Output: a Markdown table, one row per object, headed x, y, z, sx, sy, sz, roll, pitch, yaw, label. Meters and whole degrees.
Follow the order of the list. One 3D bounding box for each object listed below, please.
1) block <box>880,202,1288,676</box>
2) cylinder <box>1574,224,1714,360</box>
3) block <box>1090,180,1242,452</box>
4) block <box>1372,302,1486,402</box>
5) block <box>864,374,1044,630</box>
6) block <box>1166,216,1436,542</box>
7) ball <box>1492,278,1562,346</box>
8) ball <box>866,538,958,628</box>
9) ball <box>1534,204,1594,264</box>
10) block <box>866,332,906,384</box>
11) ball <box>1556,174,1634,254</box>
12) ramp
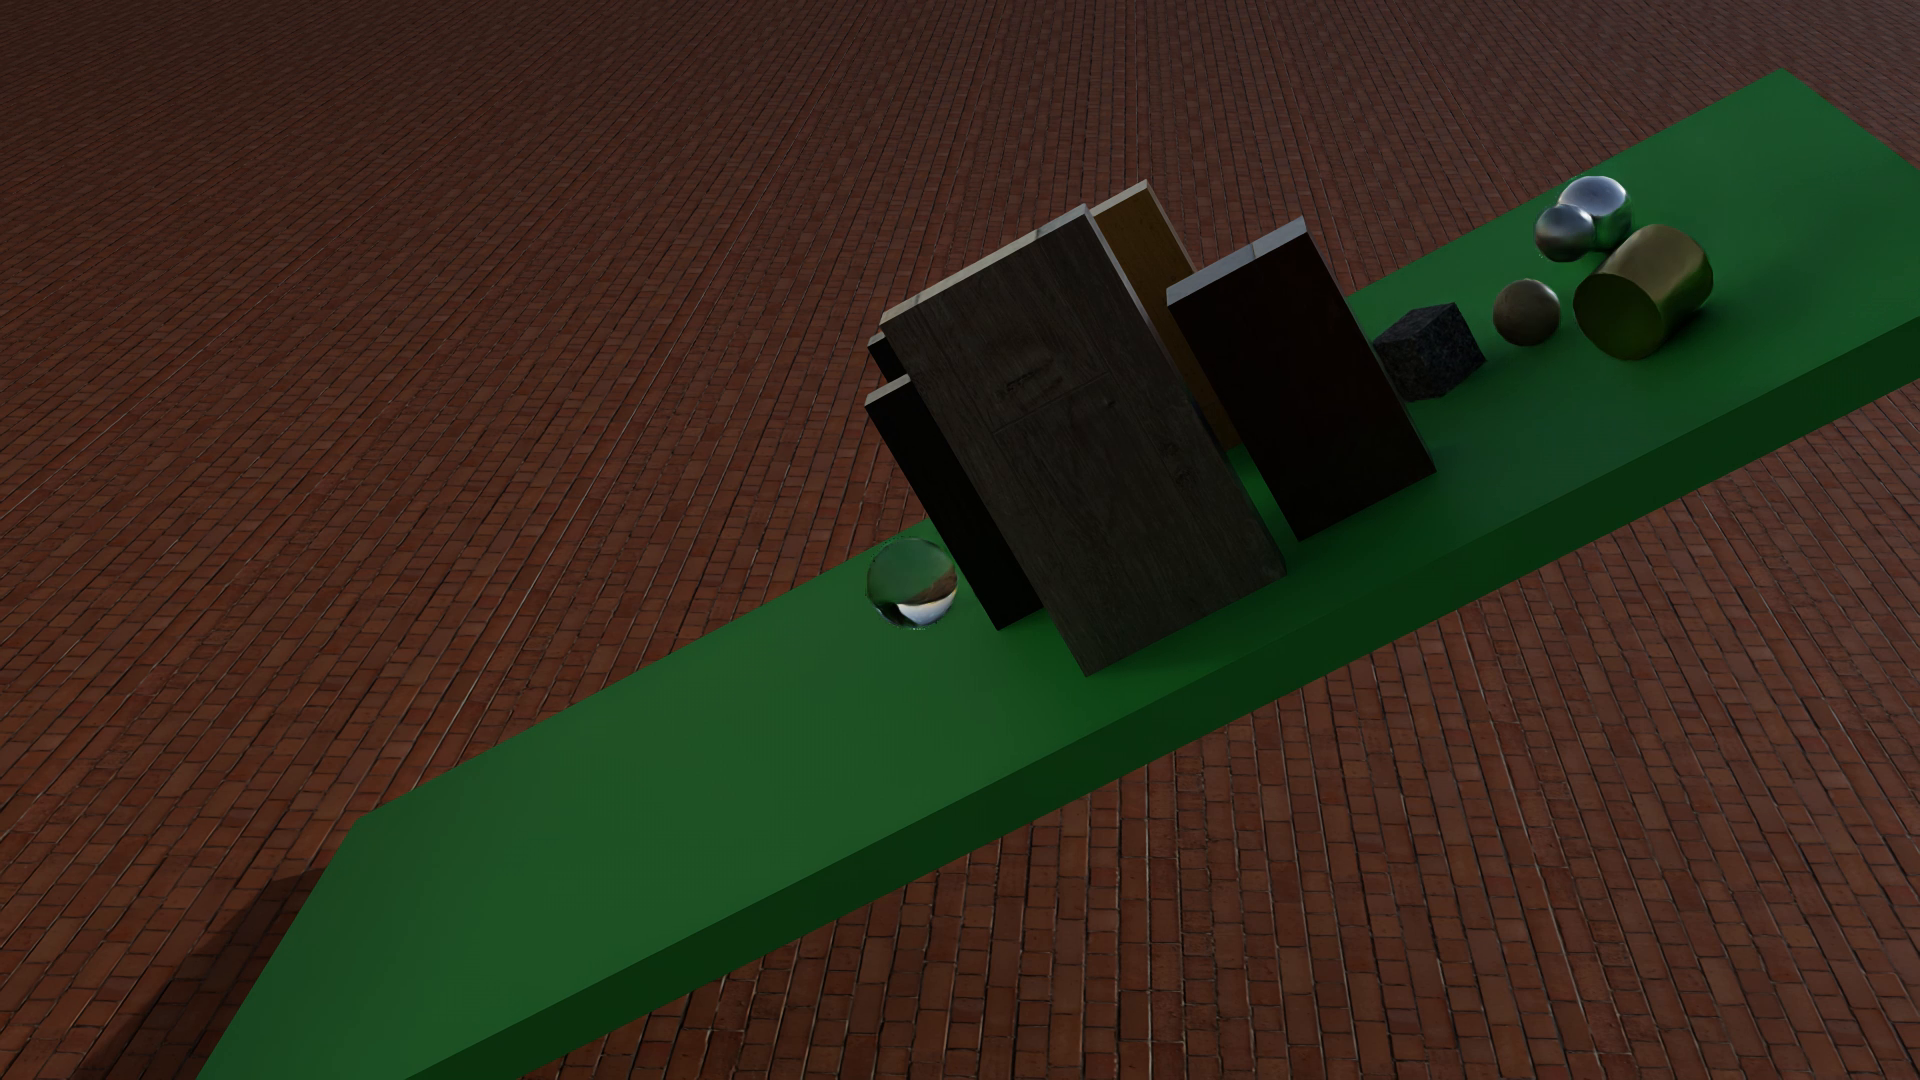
| x | y | z | sx | sy | sz | roll | pitch | yaw | label |
| --- | --- | --- | --- | --- | --- | --- | --- | --- | --- |
| 0.234 | -0.179 | 5.479 | 0.429 | 0.783 | 0.097 | -28 | 15 | 12 | block |
| 1.288 | -0.467 | 5.545 | 0.189 | 0.189 | 0.189 | 16 | 44 | 40 | cylinder |
| 0.386 | -0.431 | 6.407 | 0.371 | 0.596 | 0.098 | -28 | 15 | 12 | block |
| 0.956 | -0.383 | 6.024 | 0.141 | 0.141 | 0.141 | -38 | 16 | -26 | block |
| 0.129 | -0.153 | 6.066 | 0.427 | 0.554 | 0.092 | -28 | 15 | 12 | block |
| 0.648 | -0.305 | 5.594 | 0.293 | 0.528 | 0.145 | -28 | 15 | 12 | block |
| 1.140 | -0.457 | 5.916 | 0.136 | 0.136 | 0.136 | 0 | 18 | 0 | ball |
| -0.104 | 0.095 | 6.418 | 0.198 | 0.198 | 0.198 | 0 | 18 | 0 | ball |
| 1.167 | -0.592 | 5.676 | 0.114 | 0.114 | 0.114 | 0 | 18 | 0 | ball |
| 0.078 | -0.344 | 6.926 | 0.389 | 0.500 | 0.089 | -28 | 15 | 12 | block |
| 1.345 | -0.691 | 6.239 | 0.165 | 0.165 | 0.165 | 0 | 18 | 0 | ball |
| 0.142 | 0.167 | 6.283 | 4.000 | 0.100 | 2.000 | -28 | 15 | 12 | ramp |
